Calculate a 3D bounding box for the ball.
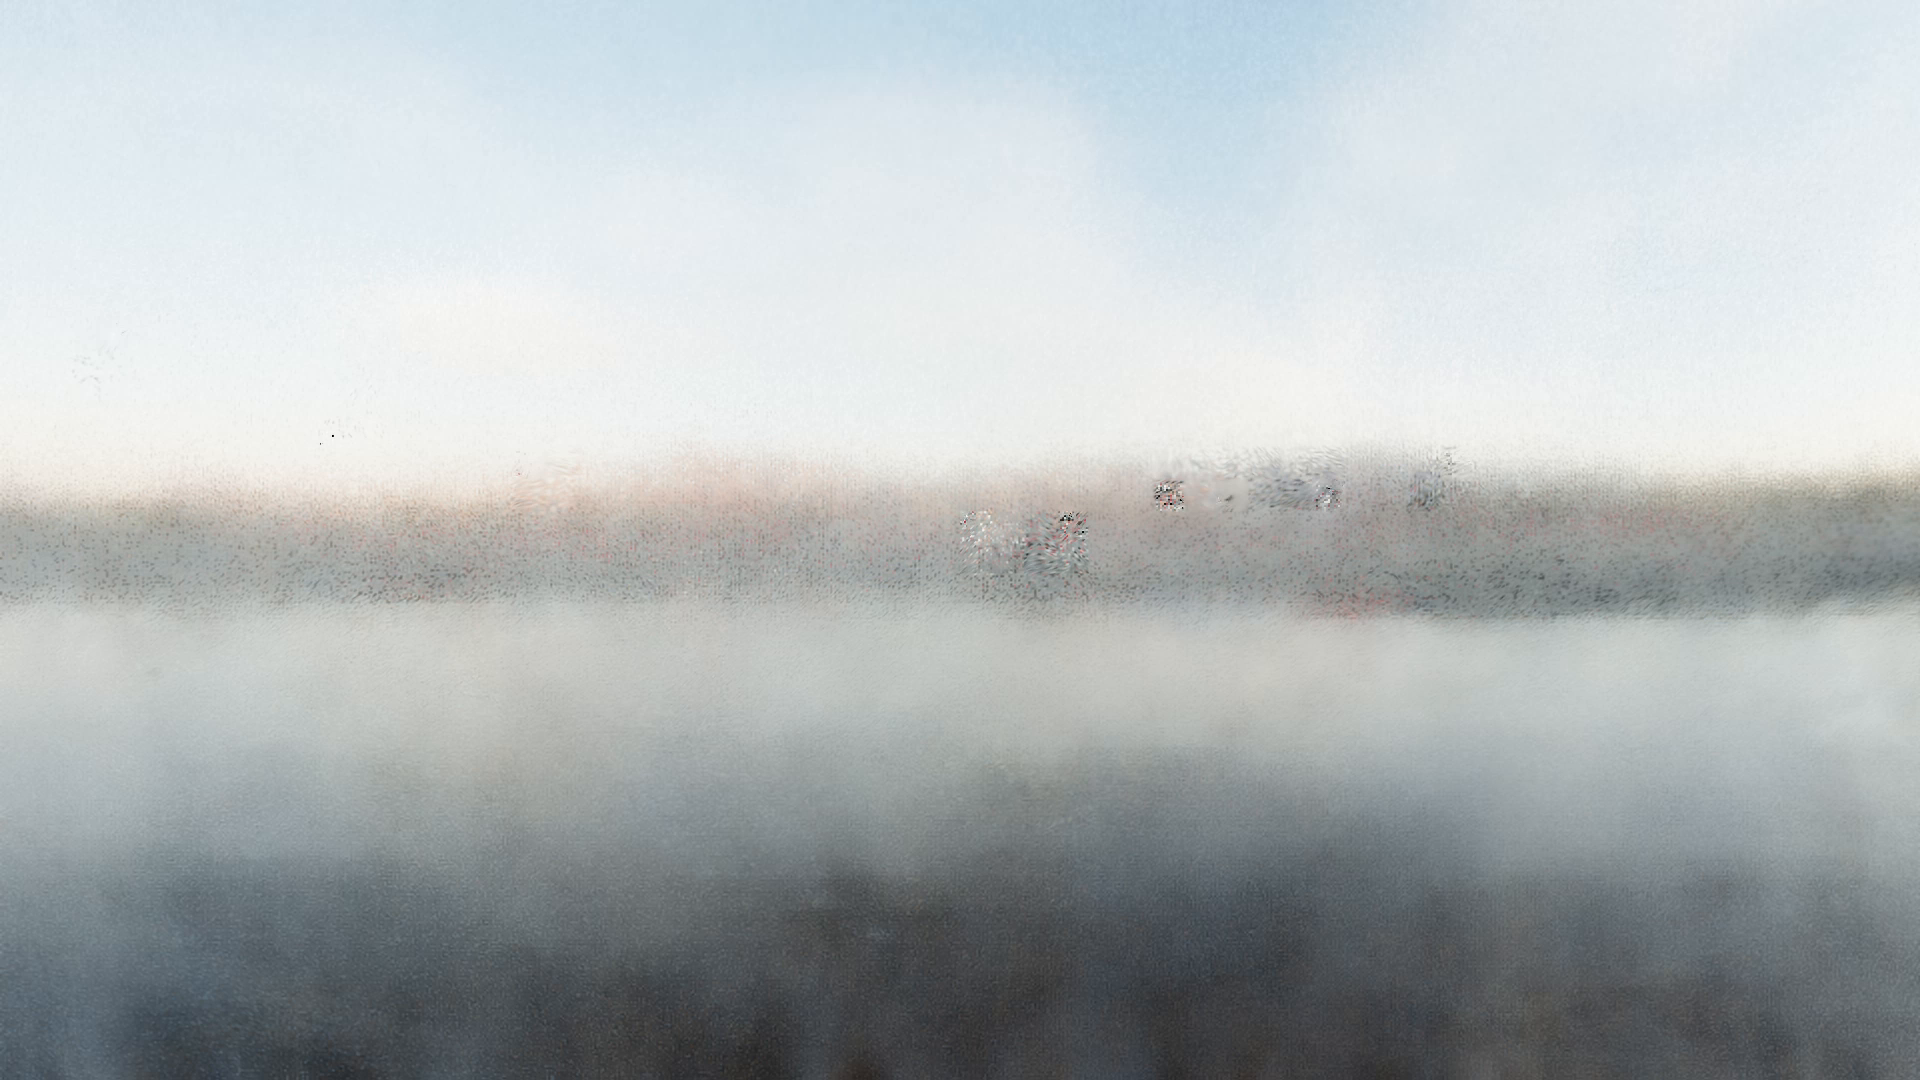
[{"bbox_3d":[0.000,-0.002,0.056,0.080,0.080,0.080,0,4,0],"label":"ball"}]
